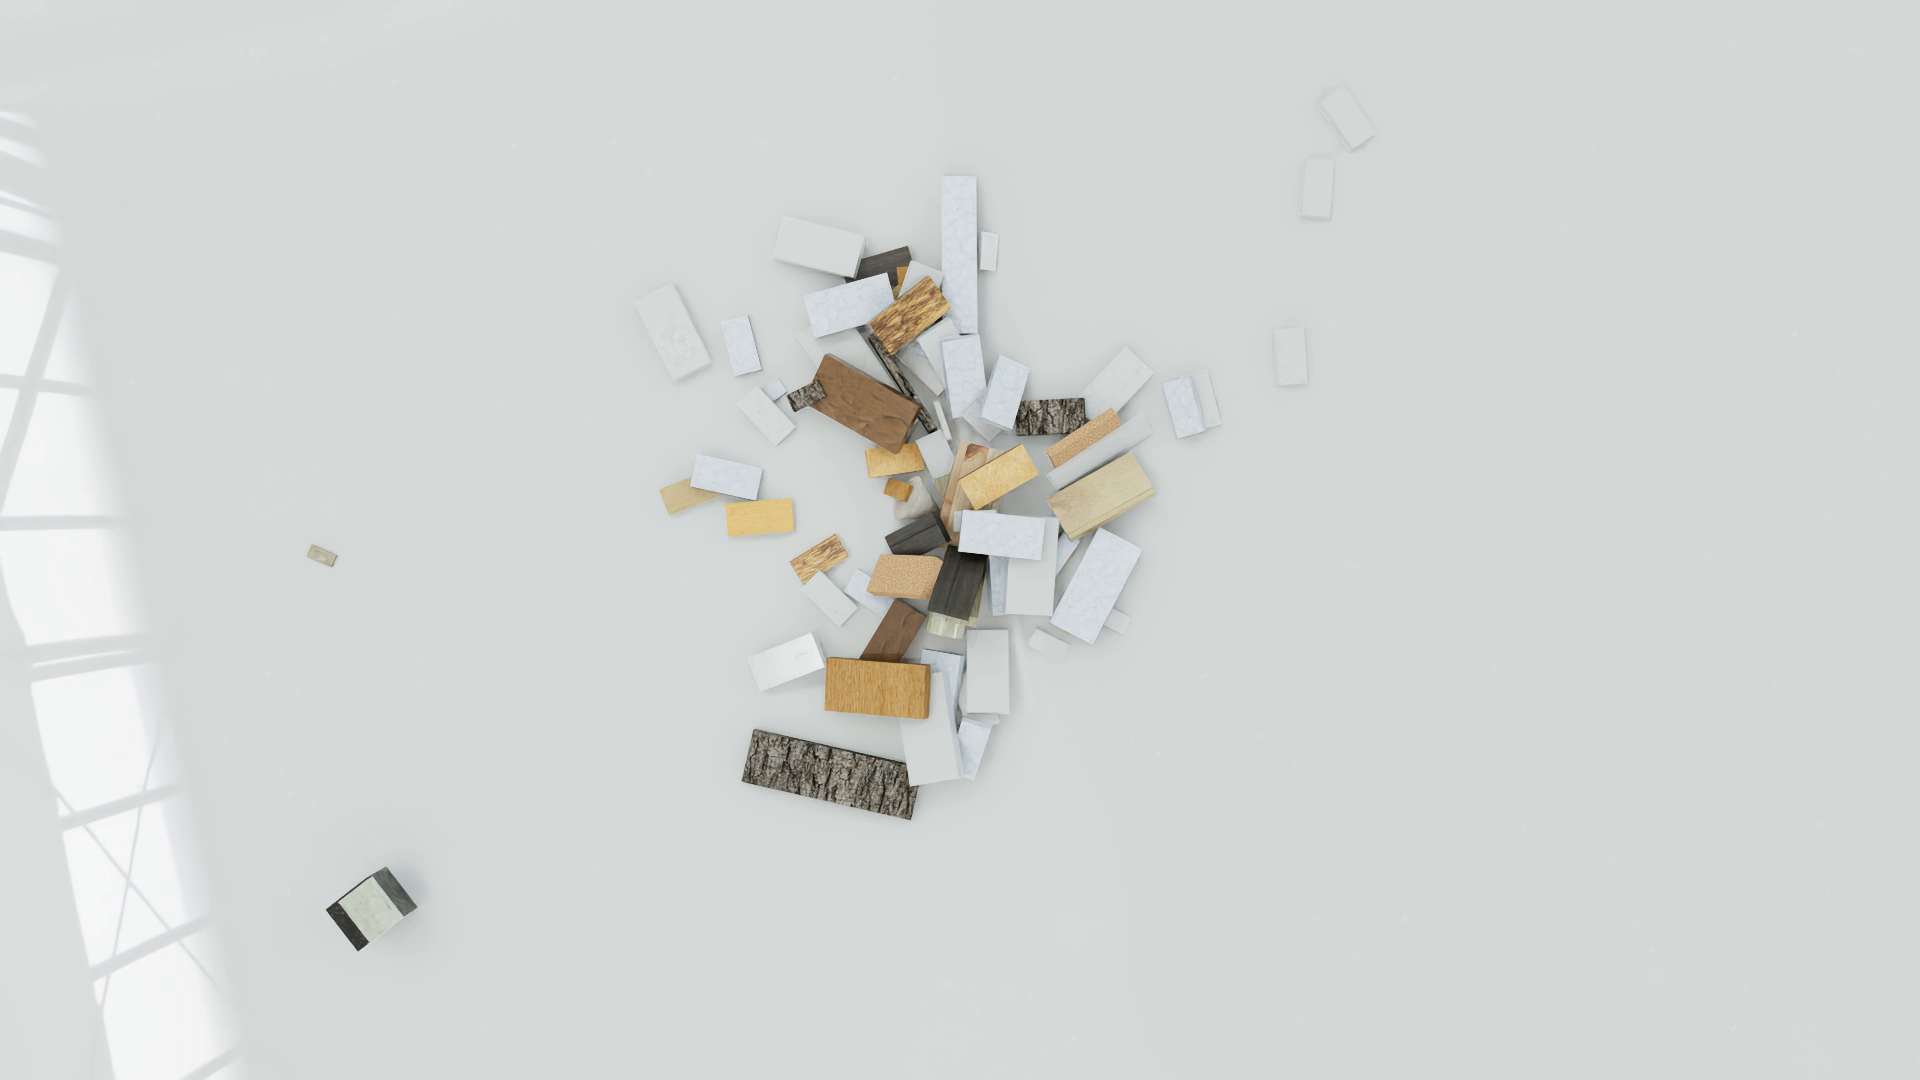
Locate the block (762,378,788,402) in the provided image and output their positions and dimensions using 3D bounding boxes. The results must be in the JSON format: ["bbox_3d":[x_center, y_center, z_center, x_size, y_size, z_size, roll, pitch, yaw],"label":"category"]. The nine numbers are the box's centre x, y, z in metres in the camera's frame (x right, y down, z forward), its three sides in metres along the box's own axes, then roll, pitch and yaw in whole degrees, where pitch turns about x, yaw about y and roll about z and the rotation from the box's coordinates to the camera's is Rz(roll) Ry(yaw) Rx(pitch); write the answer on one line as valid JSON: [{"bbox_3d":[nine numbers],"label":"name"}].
[{"bbox_3d":[-0.636,-0.485,5.492,0.113,0.016,0.057,-36,90,0],"label":"block"}]

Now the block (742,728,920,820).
[{"bbox_3d":[-0.423,0.778,5.475,0.575,0.049,0.175,13,90,0],"label":"block"}]

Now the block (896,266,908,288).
[{"bbox_3d":[-0.171,-0.839,5.429,0.062,0.017,0.123,-6,102,-2],"label":"block"}]

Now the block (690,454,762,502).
[{"bbox_3d":[-0.774,-0.207,5.464,0.220,0.031,0.110,12,85,-8],"label":"block"}]

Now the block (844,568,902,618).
[{"bbox_3d":[-0.288,0.182,5.487,0.179,0.025,0.090,34,90,0],"label":"block"}]

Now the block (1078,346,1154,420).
[{"bbox_3d":[0.509,-0.505,5.482,0.129,0.036,0.257,43,90,0],"label":"block"}]

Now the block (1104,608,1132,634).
[{"bbox_3d":[0.501,0.258,5.491,0.125,0.018,0.063,28,90,0],"label":"block"}]

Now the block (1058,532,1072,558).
[{"bbox_3d":[0.336,0.025,5.494,0.045,0.013,0.090,-28,90,0],"label":"block"}]

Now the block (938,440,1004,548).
[{"bbox_3d":[0.039,-0.134,5.434,0.179,0.051,0.358,15,97,-8],"label":"block"}]

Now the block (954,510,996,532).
[{"bbox_3d":[0.048,-0.063,5.395,0.139,0.020,0.069,-2,127,-5],"label":"block"}]

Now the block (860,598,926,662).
[{"bbox_3d":[-0.222,0.324,5.464,0.120,0.034,0.240,31,99,0],"label":"block"}]

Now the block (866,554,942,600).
[{"bbox_3d":[-0.182,0.119,5.371,0.038,0.269,0.135,35,68,-39],"label":"block"}]

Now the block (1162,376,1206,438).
[{"bbox_3d":[0.744,-0.440,5.464,0.095,0.027,0.189,-15,90,30],"label":"block"}]

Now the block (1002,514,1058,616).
[{"bbox_3d":[0.231,0.083,5.420,0.161,0.046,0.322,4,91,-14],"label":"block"}]

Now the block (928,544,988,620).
[{"bbox_3d":[-0.006,0.136,5.324,0.135,0.038,0.269,15,46,4],"label":"block"}]

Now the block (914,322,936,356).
[{"bbox_3d":[-0.112,-0.666,5.459,0.057,0.016,0.113,11,90,0],"label":"block"}]

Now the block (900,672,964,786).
[{"bbox_3d":[-0.103,0.619,5.411,0.175,0.049,0.349,-12,82,20],"label":"block"}]

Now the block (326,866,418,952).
[{"bbox_3d":[-1.929,1.209,5.414,0.173,0.173,0.173,-38,90,0],"label":"block"}]

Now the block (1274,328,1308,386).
[{"bbox_3d":[1.102,-0.610,5.487,0.093,0.026,0.186,-4,90,0],"label":"block"}]

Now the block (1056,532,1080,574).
[{"bbox_3d":[0.309,0.078,5.472,0.063,0.018,0.227,36,88,-1],"label":"block"}]

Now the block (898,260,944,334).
[{"bbox_3d":[-0.144,-0.789,5.411,0.113,0.032,0.226,19,91,-24],"label":"block"}]

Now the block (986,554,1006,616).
[{"bbox_3d":[0.149,0.122,5.444,0.120,0.034,0.244,-5,94,-23],"label":"block"}]

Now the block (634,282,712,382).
[{"bbox_3d":[-0.953,-0.690,5.480,0.142,0.040,0.292,-27,90,0],"label":"block"}]

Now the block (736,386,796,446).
[{"bbox_3d":[-0.643,-0.413,5.474,0.094,0.027,0.187,-43,97,1],"label":"block"}]

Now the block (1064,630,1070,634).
[{"bbox_3d":[0.383,0.273,5.494,0.090,0.013,0.045,-32,90,0],"label":"block"}]

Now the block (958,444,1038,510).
[{"bbox_3d":[0.125,-0.206,5.388,0.239,0.032,0.114,-30,100,0],"label":"block"}]

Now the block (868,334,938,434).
[{"bbox_3d":[-0.189,-0.518,5.443,0.032,0.113,0.370,-33,90,-2],"label":"block"}]

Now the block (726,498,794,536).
[{"bbox_3d":[-0.665,-0.075,5.484,0.220,0.031,0.110,-5,90,0],"label":"block"}]

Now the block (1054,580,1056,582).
[{"bbox_3d":[0.255,0.098,5.490,0.069,0.020,0.139,-33,90,0],"label":"block"}]

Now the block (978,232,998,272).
[{"bbox_3d":[0.092,-0.957,5.476,0.062,0.017,0.123,4,90,-33],"label":"block"}]

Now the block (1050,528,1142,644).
[{"bbox_3d":[0.450,0.153,5.464,0.161,0.046,0.356,28,88,6],"label":"block"}]

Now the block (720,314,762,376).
[{"bbox_3d":[-0.727,-0.645,5.487,0.094,0.027,0.187,-14,90,0],"label":"block"}]

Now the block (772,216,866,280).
[{"bbox_3d":[-0.465,-0.968,5.459,0.284,0.040,0.142,15,90,9],"label":"block"}]

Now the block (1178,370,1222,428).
[{"bbox_3d":[0.798,-0.464,5.487,0.095,0.027,0.189,-15,90,0],"label":"block"}]

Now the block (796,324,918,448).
[{"bbox_3d":[-0.341,-0.537,5.475,0.179,0.051,0.458,-35,90,0],"label":"block"}]

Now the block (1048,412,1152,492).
[{"bbox_3d":[0.465,-0.287,5.455,0.368,0.093,0.026,-33,52,0],"label":"block"}]

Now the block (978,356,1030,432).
[{"bbox_3d":[0.146,-0.484,5.436,0.114,0.032,0.228,22,72,-17],"label":"block"}]

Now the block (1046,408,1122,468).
[{"bbox_3d":[0.416,-0.319,5.438,0.257,0.129,0.036,-33,53,0],"label":"block"}]

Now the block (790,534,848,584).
[{"bbox_3d":[-0.468,0.063,5.487,0.179,0.025,0.090,-32,90,0],"label":"block"}]
